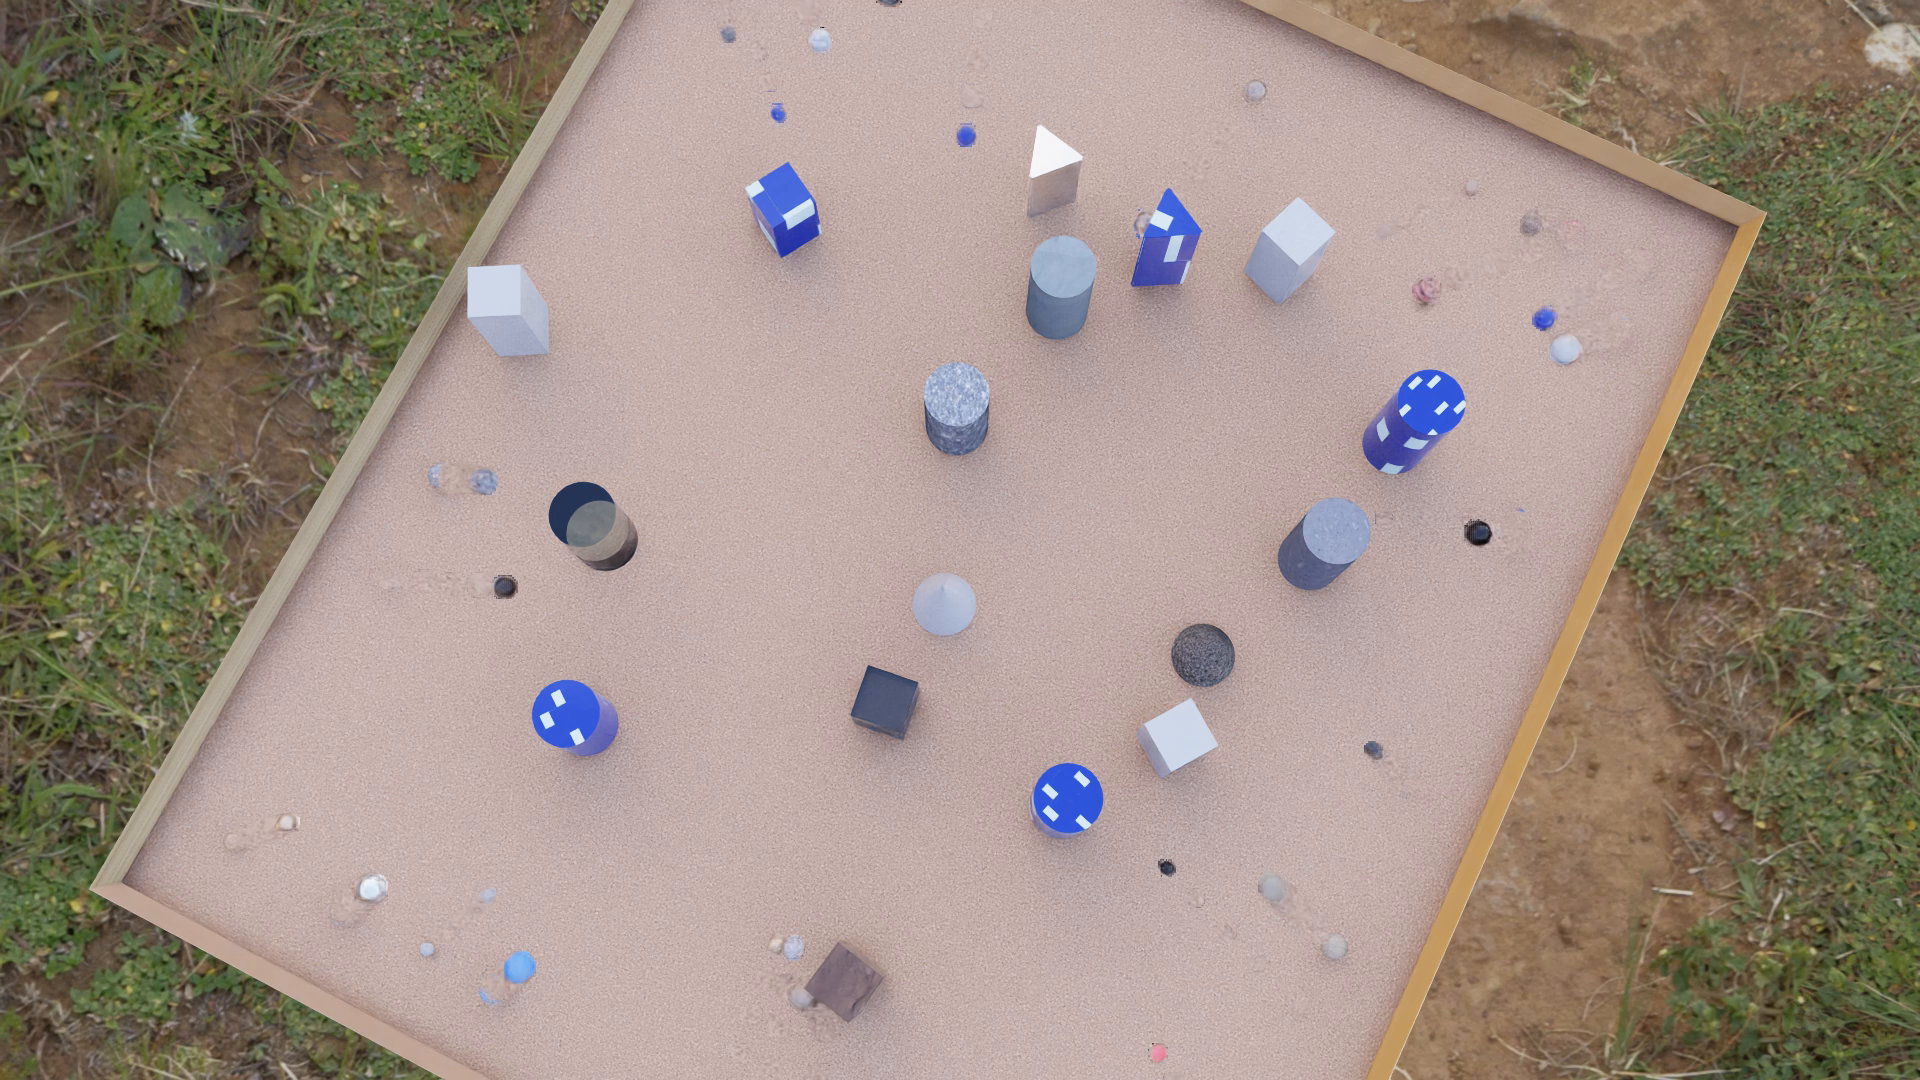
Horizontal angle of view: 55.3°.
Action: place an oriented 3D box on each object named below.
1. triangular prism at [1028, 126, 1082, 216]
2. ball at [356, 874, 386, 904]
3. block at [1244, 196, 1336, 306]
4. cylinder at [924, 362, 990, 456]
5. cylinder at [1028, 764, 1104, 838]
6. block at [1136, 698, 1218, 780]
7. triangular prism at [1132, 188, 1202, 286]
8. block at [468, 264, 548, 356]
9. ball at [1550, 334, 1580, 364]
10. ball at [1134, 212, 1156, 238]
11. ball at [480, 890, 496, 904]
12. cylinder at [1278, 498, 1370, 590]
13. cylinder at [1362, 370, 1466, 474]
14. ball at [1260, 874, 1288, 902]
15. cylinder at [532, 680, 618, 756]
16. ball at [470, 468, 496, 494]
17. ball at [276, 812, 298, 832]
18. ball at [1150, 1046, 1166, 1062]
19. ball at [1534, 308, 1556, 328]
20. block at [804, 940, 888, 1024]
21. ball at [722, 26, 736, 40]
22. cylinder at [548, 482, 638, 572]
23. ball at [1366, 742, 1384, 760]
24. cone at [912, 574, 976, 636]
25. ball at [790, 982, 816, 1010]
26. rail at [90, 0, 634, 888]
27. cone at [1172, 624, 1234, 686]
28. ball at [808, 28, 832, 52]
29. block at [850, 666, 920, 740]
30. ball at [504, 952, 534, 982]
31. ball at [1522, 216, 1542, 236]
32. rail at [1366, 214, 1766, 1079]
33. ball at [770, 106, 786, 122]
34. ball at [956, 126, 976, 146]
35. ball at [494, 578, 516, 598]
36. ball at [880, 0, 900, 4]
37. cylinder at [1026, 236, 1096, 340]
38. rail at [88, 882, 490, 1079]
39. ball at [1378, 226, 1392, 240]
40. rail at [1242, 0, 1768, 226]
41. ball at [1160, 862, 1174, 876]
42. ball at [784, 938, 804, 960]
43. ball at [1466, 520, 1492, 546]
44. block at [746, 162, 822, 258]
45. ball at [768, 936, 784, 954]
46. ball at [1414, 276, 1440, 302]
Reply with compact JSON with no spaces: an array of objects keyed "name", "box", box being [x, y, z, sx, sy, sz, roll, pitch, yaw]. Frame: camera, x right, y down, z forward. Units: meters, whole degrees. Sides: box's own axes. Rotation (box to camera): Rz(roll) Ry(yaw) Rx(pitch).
[{"name":"triangular prism","box":[0.265,-1.155,5.689,0.167,0.325,0.145,-21,79,-4]},{"name":"ball","box":[-1.723,1.022,5.361,0.087,0.087,0.087,0,78,0]},{"name":"block","box":[1.007,-0.881,5.617,0.155,0.355,0.155,-43,81,-8]},{"name":"cylinder","box":[-0.010,-0.391,5.522,0.193,0.343,0.193,0,78,0]},{"name":"cylinder","box":[0.301,0.754,5.269,0.193,0.376,0.193,0,78,0]},{"name":"block","box":[0.630,0.583,5.352,0.155,0.283,0.155,-28,80,-6]},{"name":"triangular prism","box":[0.619,-0.922,5.589,0.167,0.428,0.145,-4,78,-1]},{"name":"block","box":[-1.368,-0.693,5.567,0.155,0.378,0.155,-3,78,-1]},{"name":"ball","box":[1.882,-0.594,5.694,0.088,0.088,0.088,0,78,0]},{"name":"ball","box":[0.586,-0.995,5.778,0.081,0.081,0.081,0,78,0]},{"name":"ball","box":[-1.386,1.046,5.379,0.041,0.041,0.041,0,78,0]},{"name":"cylinder","box":[1.068,0.016,5.398,0.193,0.420,0.193,0,78,0]},{"name":"cylinder","box":[1.343,-0.345,5.449,0.193,0.468,0.193,0,78,0]},{"name":"ball","box":[0.919,1.018,5.366,0.077,0.077,0.077,0,78,0]},{"name":"cylinder","box":[-1.122,0.523,5.359,0.193,0.293,0.193,0,78,0]},{"name":"ball","box":[-1.462,-0.179,5.613,0.080,0.080,0.080,0,78,0]},{"name":"ball","box":[-1.987,0.835,5.414,0.058,0.058,0.058,0,78,0]},{"name":"ball","box":[0.573,1.481,5.287,0.045,0.045,0.045,0,78,0]},{"name":"ball","box":[1.828,-0.693,5.727,0.065,0.065,0.065,0,78,0]},{"name":"block","box":[-0.319,1.245,5.178,0.155,0.355,0.155,36,81,7]},{"name":"ball","box":[-0.750,-1.639,5.932,0.046,0.046,0.046,0,78,0]},{"name":"cylinder","box":[-1.084,-0.036,5.436,0.193,0.368,0.193,0,78,0]},{"name":"ball","box":[1.237,0.629,5.461,0.049,0.049,0.049,0,78,0]},{"name":"cone","box":[-0.047,0.161,5.412,0.193,0.335,0.193,0,78,0]},{"name":"ball","box":[-0.453,1.318,5.304,0.079,0.079,0.079,0,78,0]},{"name":"rail","box":[-1.574,-0.764,5.709,0.045,0.126,4.095,26,80,5]},{"name":"cone","box":[0.735,0.311,5.364,0.193,0.368,0.193,0,78,0]},{"name":"ball","box":[-0.452,-1.613,5.913,0.072,0.072,0.072,0,78,0]},{"name":"block","box":[-0.218,0.482,5.397,0.155,0.235,0.155,18,79,4]},{"name":"ball","box":[-1.280,1.241,5.316,0.086,0.086,0.086,0,78,0]},{"name":"ball","box":[1.805,-0.993,5.792,0.059,0.059,0.059,0,78,0]},{"name":"rail","box":[1.574,0.777,5.391,0.045,0.126,4.095,26,80,5]},{"name":"ball","box":[-0.582,-1.366,5.873,0.051,0.051,0.051,0,78,0]},{"name":"ball","box":[0.021,-1.292,5.852,0.063,0.063,0.063,0,78,0]},{"name":"ball","box":[-1.379,0.144,5.554,0.064,0.064,0.064,0,78,0]},{"name":"ball","box":[-0.229,-1.782,5.938,0.094,0.094,0.094,0,78,0]},{"name":"cylinder","box":[0.304,-0.763,5.573,0.193,0.394,0.193,0,78,0]},{"name":"rail","box":[-0.905,1.779,5.183,3.567,0.126,0.045,26,80,5]},{"name":"ball","box":[1.343,-0.972,5.796,0.042,0.042,0.042,0,78,0]},{"name":"rail","box":[0.905,-1.766,5.917,3.567,0.126,0.045,26,80,5]},{"name":"ball","box":[0.609,0.967,5.395,0.043,0.043,0.043,0,78,0]},{"name":"ball","box":[-0.484,1.190,5.340,0.060,0.060,0.060,0,78,0]},{"name":"ball","box":[1.580,-0.020,5.581,0.077,0.077,0.077,0,78,0]},{"name":"block","box":[-0.545,-1.022,5.694,0.155,0.262,0.155,-33,80,-6]},{"name":"ball","box":[-0.536,1.181,5.348,0.048,0.048,0.048,0,78,0]},{"name":"ball","box":[1.464,-0.785,5.740,0.077,0.077,0.077,0,78,0]}]
